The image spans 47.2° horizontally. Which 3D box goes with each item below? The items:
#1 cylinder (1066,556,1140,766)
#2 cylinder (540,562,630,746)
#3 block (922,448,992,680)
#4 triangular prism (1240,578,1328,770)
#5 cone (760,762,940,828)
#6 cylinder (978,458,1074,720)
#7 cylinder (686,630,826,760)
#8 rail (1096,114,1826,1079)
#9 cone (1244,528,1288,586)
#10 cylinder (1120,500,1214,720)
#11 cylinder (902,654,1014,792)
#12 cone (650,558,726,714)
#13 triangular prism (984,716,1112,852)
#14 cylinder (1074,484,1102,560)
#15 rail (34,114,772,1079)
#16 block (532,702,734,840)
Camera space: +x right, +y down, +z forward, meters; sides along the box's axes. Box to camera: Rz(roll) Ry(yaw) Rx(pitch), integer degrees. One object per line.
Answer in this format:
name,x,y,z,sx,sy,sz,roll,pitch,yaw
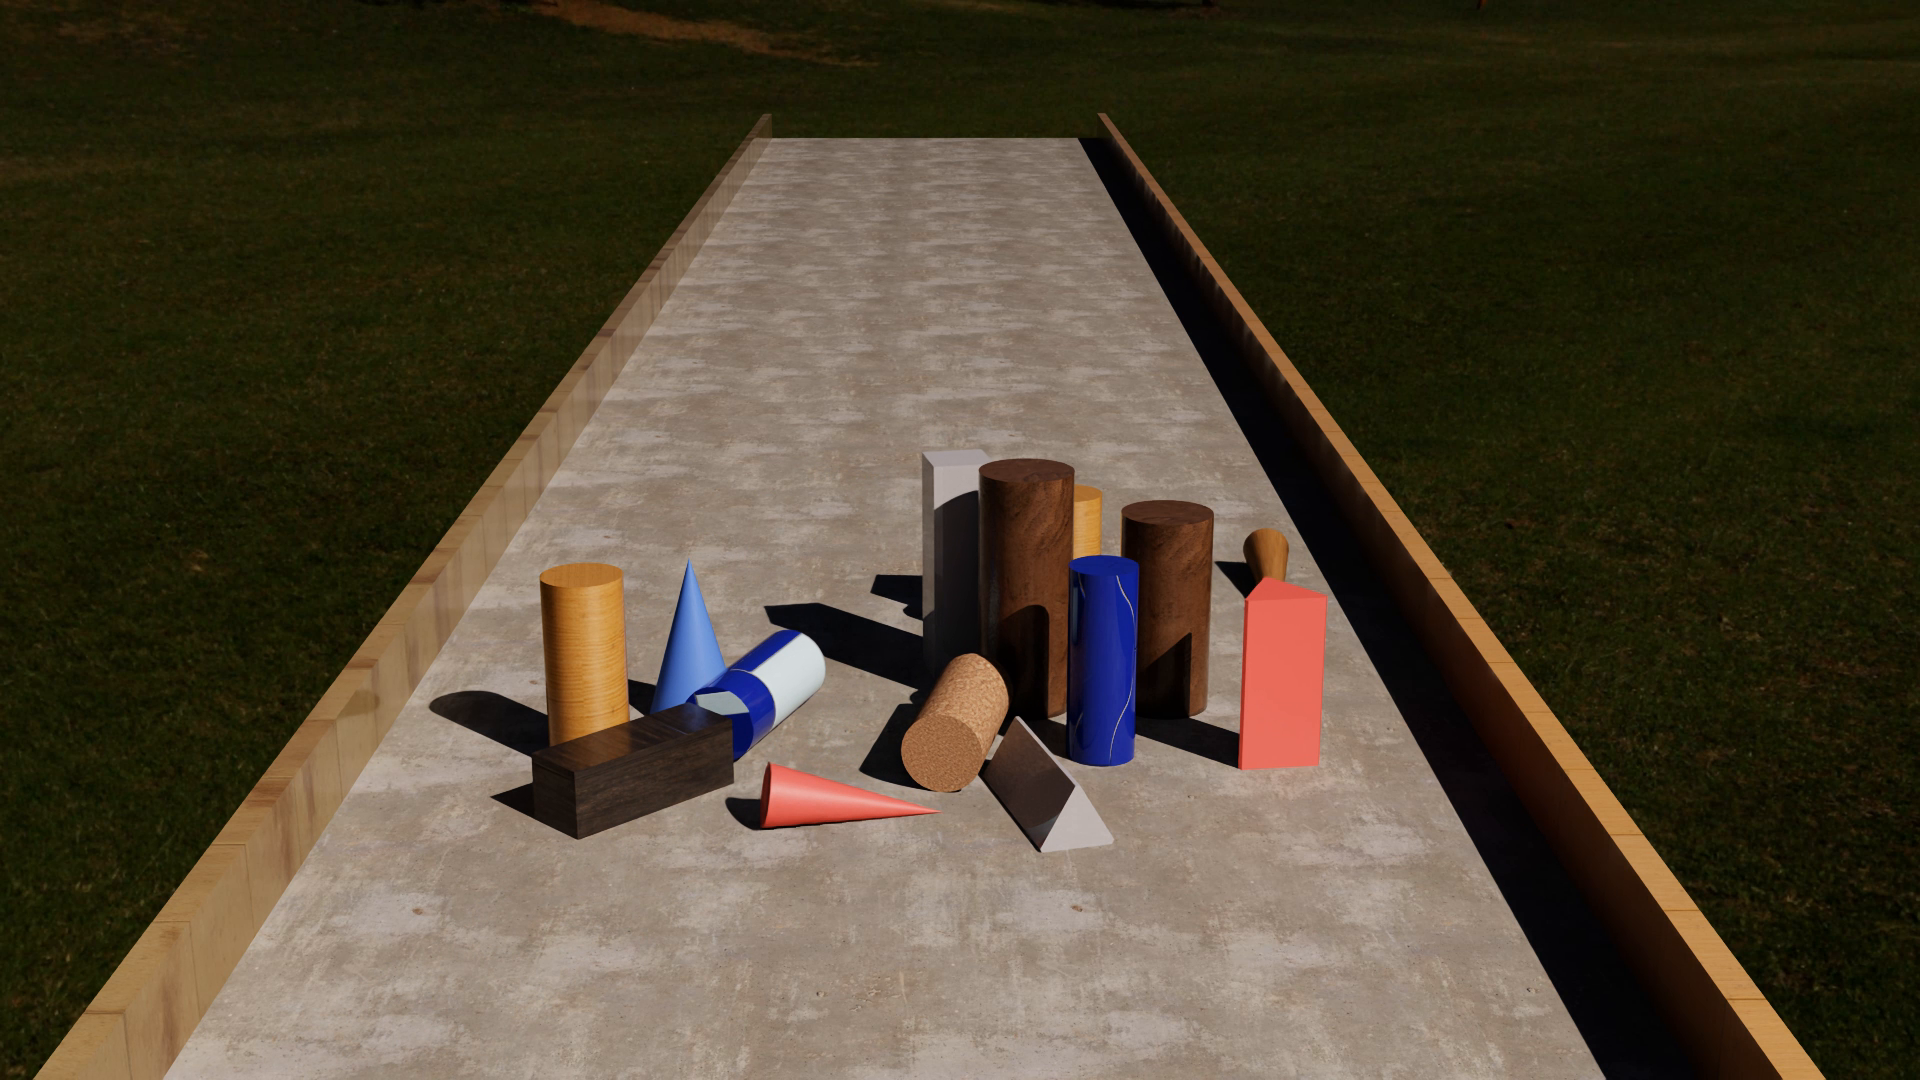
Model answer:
cylinder,0.251,0.214,3.889,0.123,0.353,0.123,0,17,0
cylinder,-0.658,0.225,3.868,0.144,0.343,0.144,0,17,0
block,-0.004,0.047,4.312,0.119,0.430,0.119,-3,17,-12
triangular prism,0.554,0.233,3.895,0.144,0.313,0.125,-2,17,-8
cone,-0.174,0.439,3.658,0.303,0.107,0.107,7,15,-12
cylinder,0.123,0.092,4.114,0.178,0.459,0.178,0,17,0
cylinder,-0.374,0.282,4.033,0.141,0.141,0.329,6,17,18
rail,0.932,-0.844,7.801,0.050,0.150,12.000,0,17,-1
cone,0.675,0.110,4.765,0.103,0.103,0.459,1,23,4
cylinder,0.385,0.130,4.128,0.172,0.378,0.172,0,17,0
cylinder,-0.001,0.320,3.902,0.142,0.142,0.319,3,17,10
cone,-0.498,0.179,4.086,0.171,0.307,0.171,0,17,0
triangular prism,0.144,0.400,3.682,0.124,0.107,0.319,-5,17,-16
cylinder,0.216,0.067,4.414,0.134,0.335,0.134,0,17,0
rail,-1.118,-0.838,7.780,0.050,0.150,12.000,0,17,-1
block,-0.549,0.386,3.719,0.119,0.119,0.331,16,23,42
